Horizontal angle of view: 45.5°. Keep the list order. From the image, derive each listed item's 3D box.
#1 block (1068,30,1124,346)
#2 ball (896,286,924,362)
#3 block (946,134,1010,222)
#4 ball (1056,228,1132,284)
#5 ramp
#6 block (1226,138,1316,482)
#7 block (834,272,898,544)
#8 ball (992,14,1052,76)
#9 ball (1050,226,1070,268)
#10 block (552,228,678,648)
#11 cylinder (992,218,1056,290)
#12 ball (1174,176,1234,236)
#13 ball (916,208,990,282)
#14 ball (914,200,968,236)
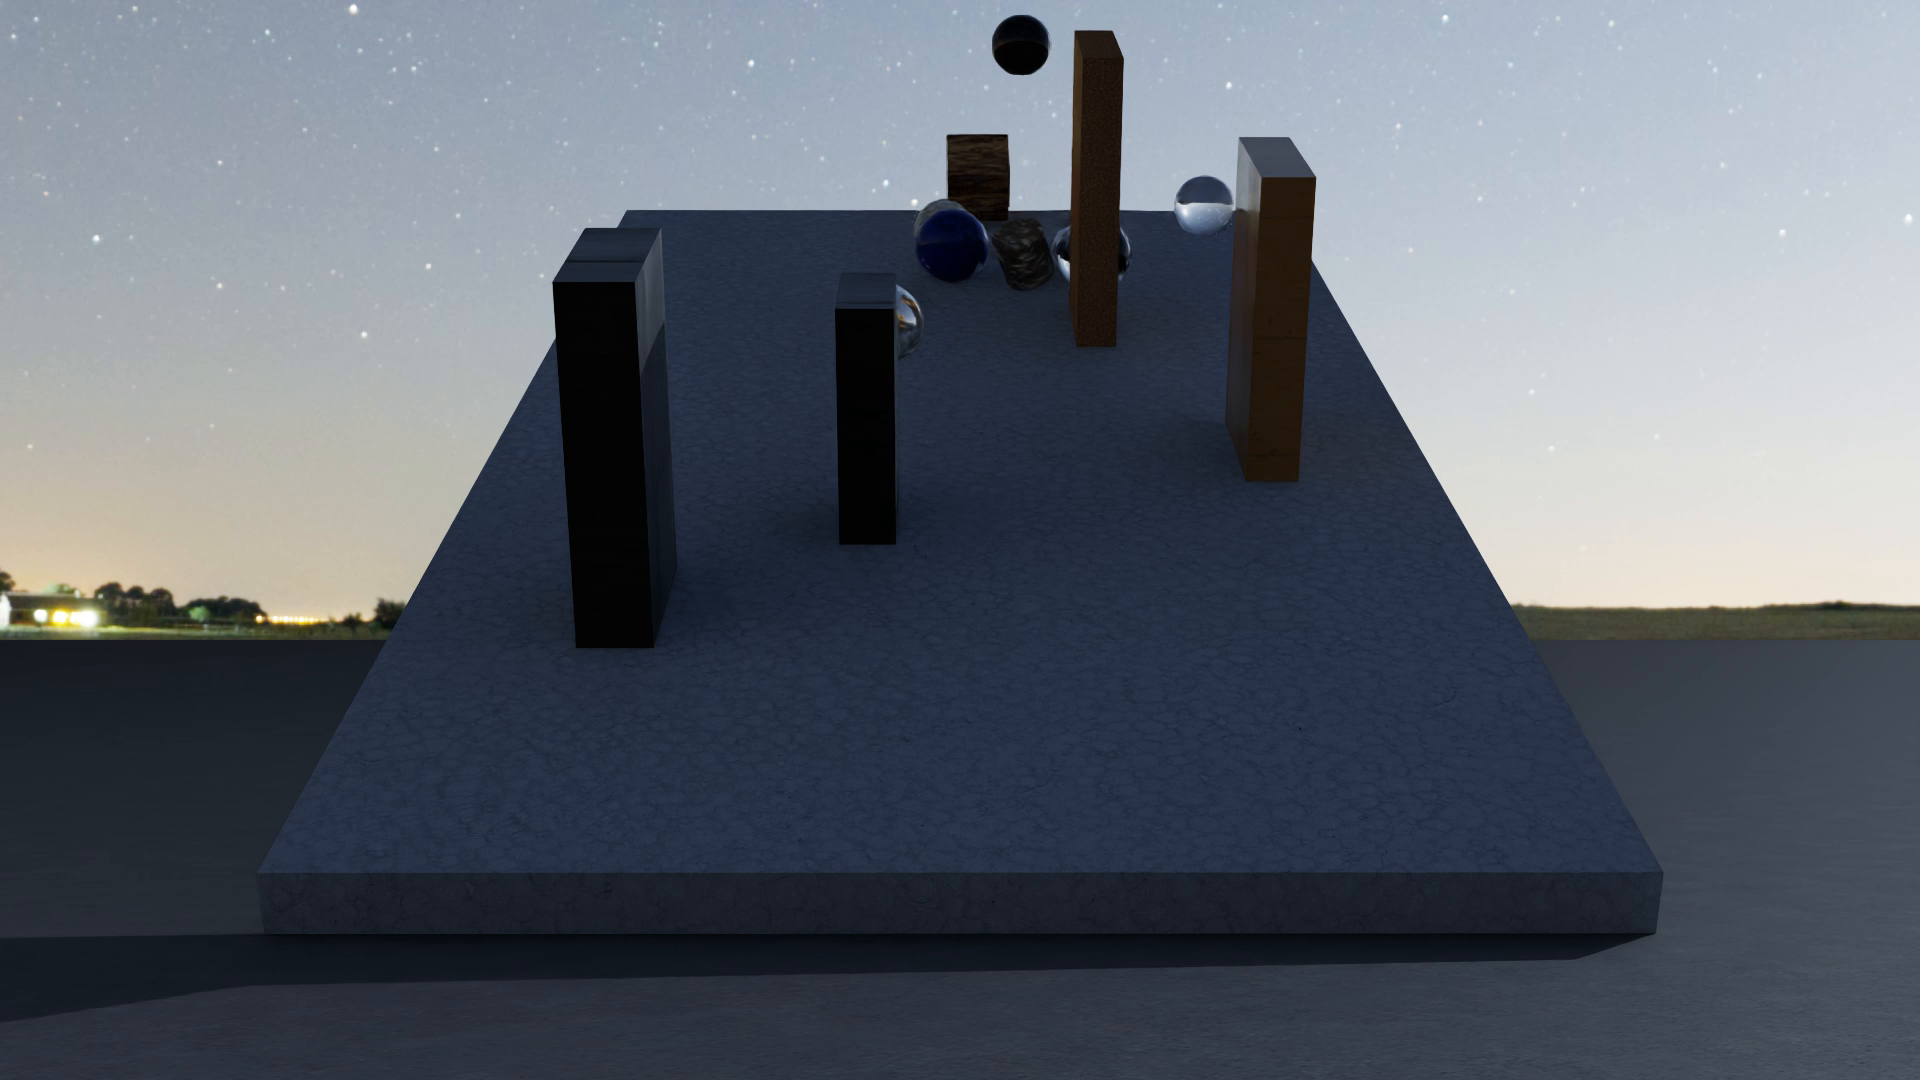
[{"bbox_3d":[0.336,-0.879,5.706,0.097,0.706,0.404,0,22,0],"label":"block"},{"bbox_3d":[-0.184,-0.518,5.488,0.195,0.195,0.195,0,-2,0],"label":"ball"},{"bbox_3d":[0.053,-1.080,6.832,0.182,0.182,0.182,0,-40,-1],"label":"block"},{"bbox_3d":[0.356,-0.755,6.080,0.200,0.200,0.200,0,-2,0],"label":"ball"},{"bbox_3d":[-0.006,-0.219,5.135,2.000,0.100,4.000,0,22,0],"label":"ramp"},{"bbox_3d":[0.648,-0.490,4.819,0.109,0.639,0.386,0,22,0],"label":"block"},{"bbox_3d":[-0.178,-0.257,4.456,0.109,0.471,0.255,0,22,0],"label":"block"},{"bbox_3d":[0.186,-1.500,6.944,0.184,0.184,0.184,0,-2,0],"label":"ball"},{"bbox_3d":[0.310,-0.788,6.235,0.131,0.131,0.131,0,-2,0],"label":"ball"},{"bbox_3d":[-0.598,-0.184,4.022,0.135,0.654,0.364,0,22,0],"label":"block"},{"bbox_3d":[0.171,-0.763,6.119,0.137,0.137,0.137,-1,-43,22],"label":"cylinder"},{"bbox_3d":[0.710,-0.970,6.653,0.177,0.177,0.177,0,-2,0],"label":"ball"},{"bbox_3d":[-0.021,-0.794,6.178,0.199,0.199,0.199,0,-2,0],"label":"ball"},{"bbox_3d":[-0.045,-0.861,6.347,0.164,0.164,0.164,0,-2,0],"label":"ball"}]
